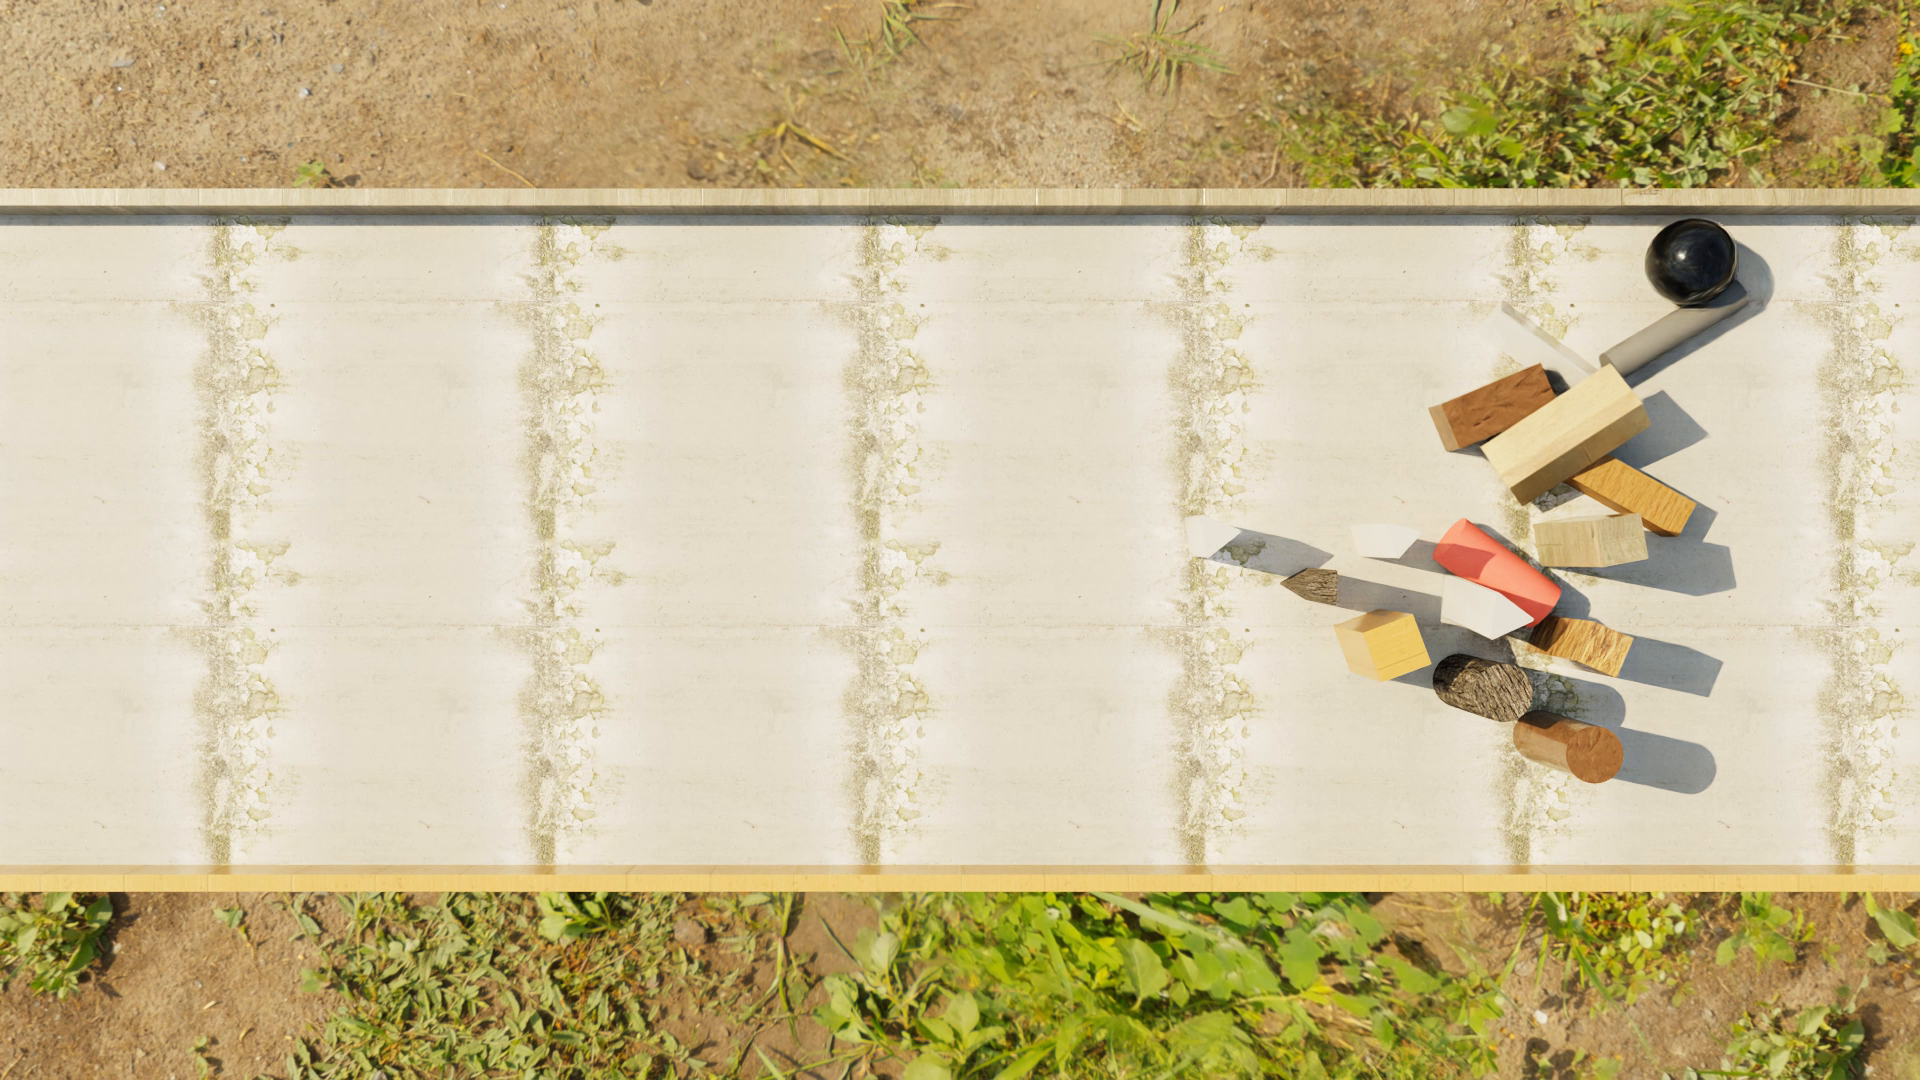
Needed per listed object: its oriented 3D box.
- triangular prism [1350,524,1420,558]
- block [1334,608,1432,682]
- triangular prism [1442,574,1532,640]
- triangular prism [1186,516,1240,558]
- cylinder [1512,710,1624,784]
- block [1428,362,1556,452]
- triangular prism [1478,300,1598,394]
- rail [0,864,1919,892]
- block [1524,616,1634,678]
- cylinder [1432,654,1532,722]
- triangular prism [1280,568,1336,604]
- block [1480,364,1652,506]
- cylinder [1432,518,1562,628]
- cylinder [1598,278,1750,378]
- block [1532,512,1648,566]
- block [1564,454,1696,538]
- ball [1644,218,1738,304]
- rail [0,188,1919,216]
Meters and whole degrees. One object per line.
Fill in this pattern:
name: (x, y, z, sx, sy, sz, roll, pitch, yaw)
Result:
triangular prism: (1.233, -0.016, 4.857, 0.088, 0.440, 0.102, 42, 90, 0)
block: (1.246, 0.309, 4.887, 0.151, 0.378, 0.151, -21, 90, 0)
triangular prism: (1.530, 0.177, 4.866, 0.133, 0.410, 0.115, -24, 97, 0)
triangular prism: (0.727, -0.029, 4.913, 0.123, 0.328, 0.107, -38, 90, 0)
cylinder: (1.782, 0.603, 4.854, 0.162, 0.446, 0.162, 0, 90, 0)
block: (1.616, -0.402, 5.004, 0.323, 0.145, 0.145, -23, 90, 0)
triangular prism: (1.808, -0.557, 5.020, 0.449, 0.107, 0.124, 36, 90, 0)
rail: (-2.247, 1.025, 5.001, 12.000, 0.150, 0.050, 0, 90, 0)
block: (1.816, 0.309, 4.858, 0.120, 0.438, 0.120, 23, 90, 0)
cylinder: (1.538, 0.433, 4.871, 0.166, 0.411, 0.166, 0, 90, 0)
triangular prism: (1.048, 0.122, 4.881, 0.099, 0.392, 0.085, 31, 90, 0)
block: (1.802, -0.309, 4.908, 0.434, 0.163, 0.163, -35, 56, 16)
cylinder: (1.626, 0.100, 4.999, 0.354, 0.156, 0.156, 36, 90, 0)
cylinder: (2.174, -0.639, 5.026, 0.454, 0.100, 0.100, -30, 90, 0)
block: (1.849, 0.002, 4.856, 0.132, 0.434, 0.132, -10, 90, -4)
block: (2.023, -0.151, 5.019, 0.378, 0.115, 0.115, 29, 90, 0)
ball: (2.191, -0.835, 4.948, 0.256, 0.256, 0.256, 0, 90, 0)
rail: (-2.247, -1.025, 5.002, 12.000, 0.150, 0.050, 0, 90, 0)
